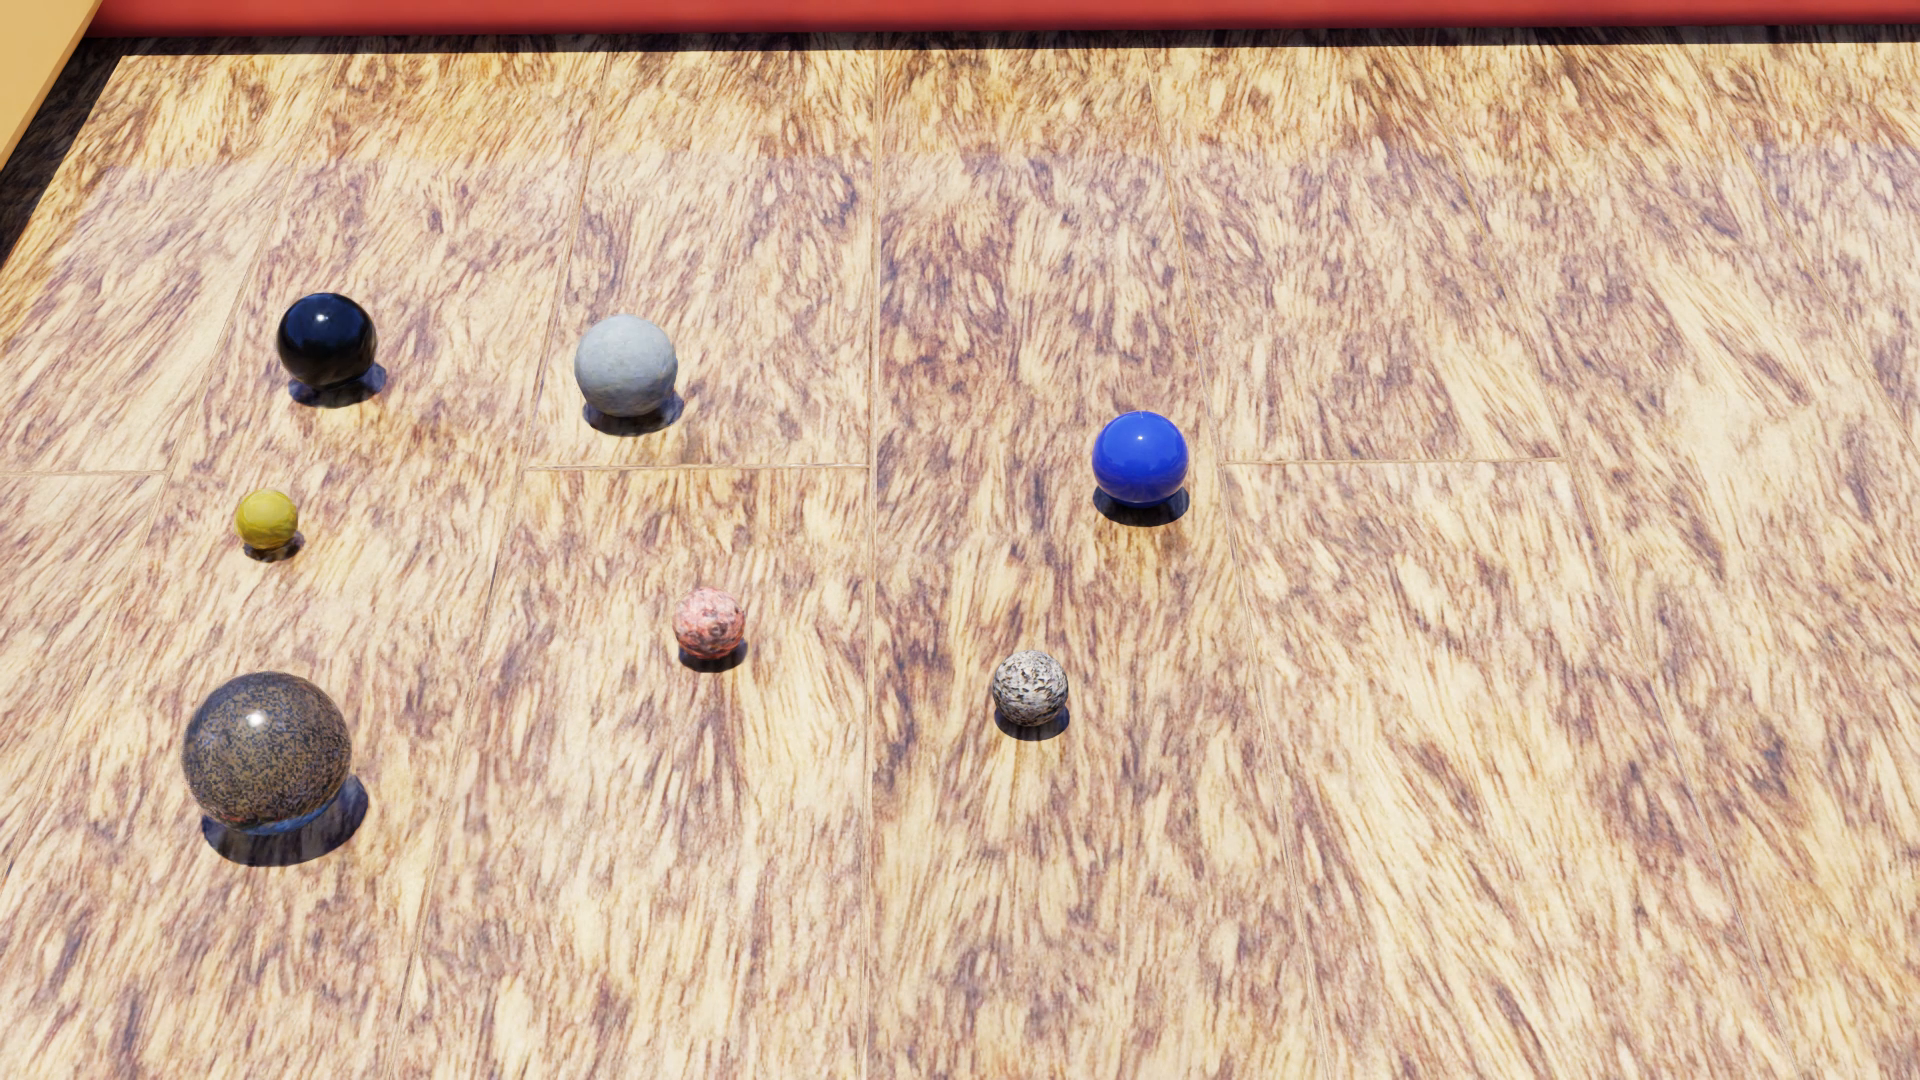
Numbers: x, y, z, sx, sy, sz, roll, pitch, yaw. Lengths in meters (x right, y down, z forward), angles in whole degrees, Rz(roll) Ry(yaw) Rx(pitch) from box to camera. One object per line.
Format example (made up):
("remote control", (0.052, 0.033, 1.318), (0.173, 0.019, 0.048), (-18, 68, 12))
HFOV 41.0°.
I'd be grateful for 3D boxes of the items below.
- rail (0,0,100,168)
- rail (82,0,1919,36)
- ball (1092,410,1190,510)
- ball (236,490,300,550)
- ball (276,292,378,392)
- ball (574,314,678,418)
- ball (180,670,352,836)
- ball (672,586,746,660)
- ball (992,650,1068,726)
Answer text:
("rail", (-0.789, -0.018, 1.676), (0.045, 0.126, 1.731), (-1, 36, -1))
("rail", (0.799, -0.528, 2.380), (3.252, 0.126, 0.045), (-1, 36, -1))
("ball", (0.125, -0.056, 1.778), (0.068, 0.068, 0.068), (0, 36, 0))
("ball", (-0.470, -0.014, 1.742), (0.042, 0.042, 0.042), (0, 36, 0))
("ball", (-0.469, -0.147, 1.900), (0.074, 0.074, 0.074), (0, 36, 0))
("ball", (-0.243, -0.126, 1.870), (0.075, 0.075, 0.075), (0, 36, 0))
("ball", (-0.406, 0.125, 1.504), (0.097, 0.097, 0.097), (0, 36, 0))
("ball", (-0.161, 0.053, 1.646), (0.047, 0.047, 0.047), (0, 36, 0))
("ball", (0.044, 0.092, 1.592), (0.048, 0.048, 0.048), (0, 36, 0))
